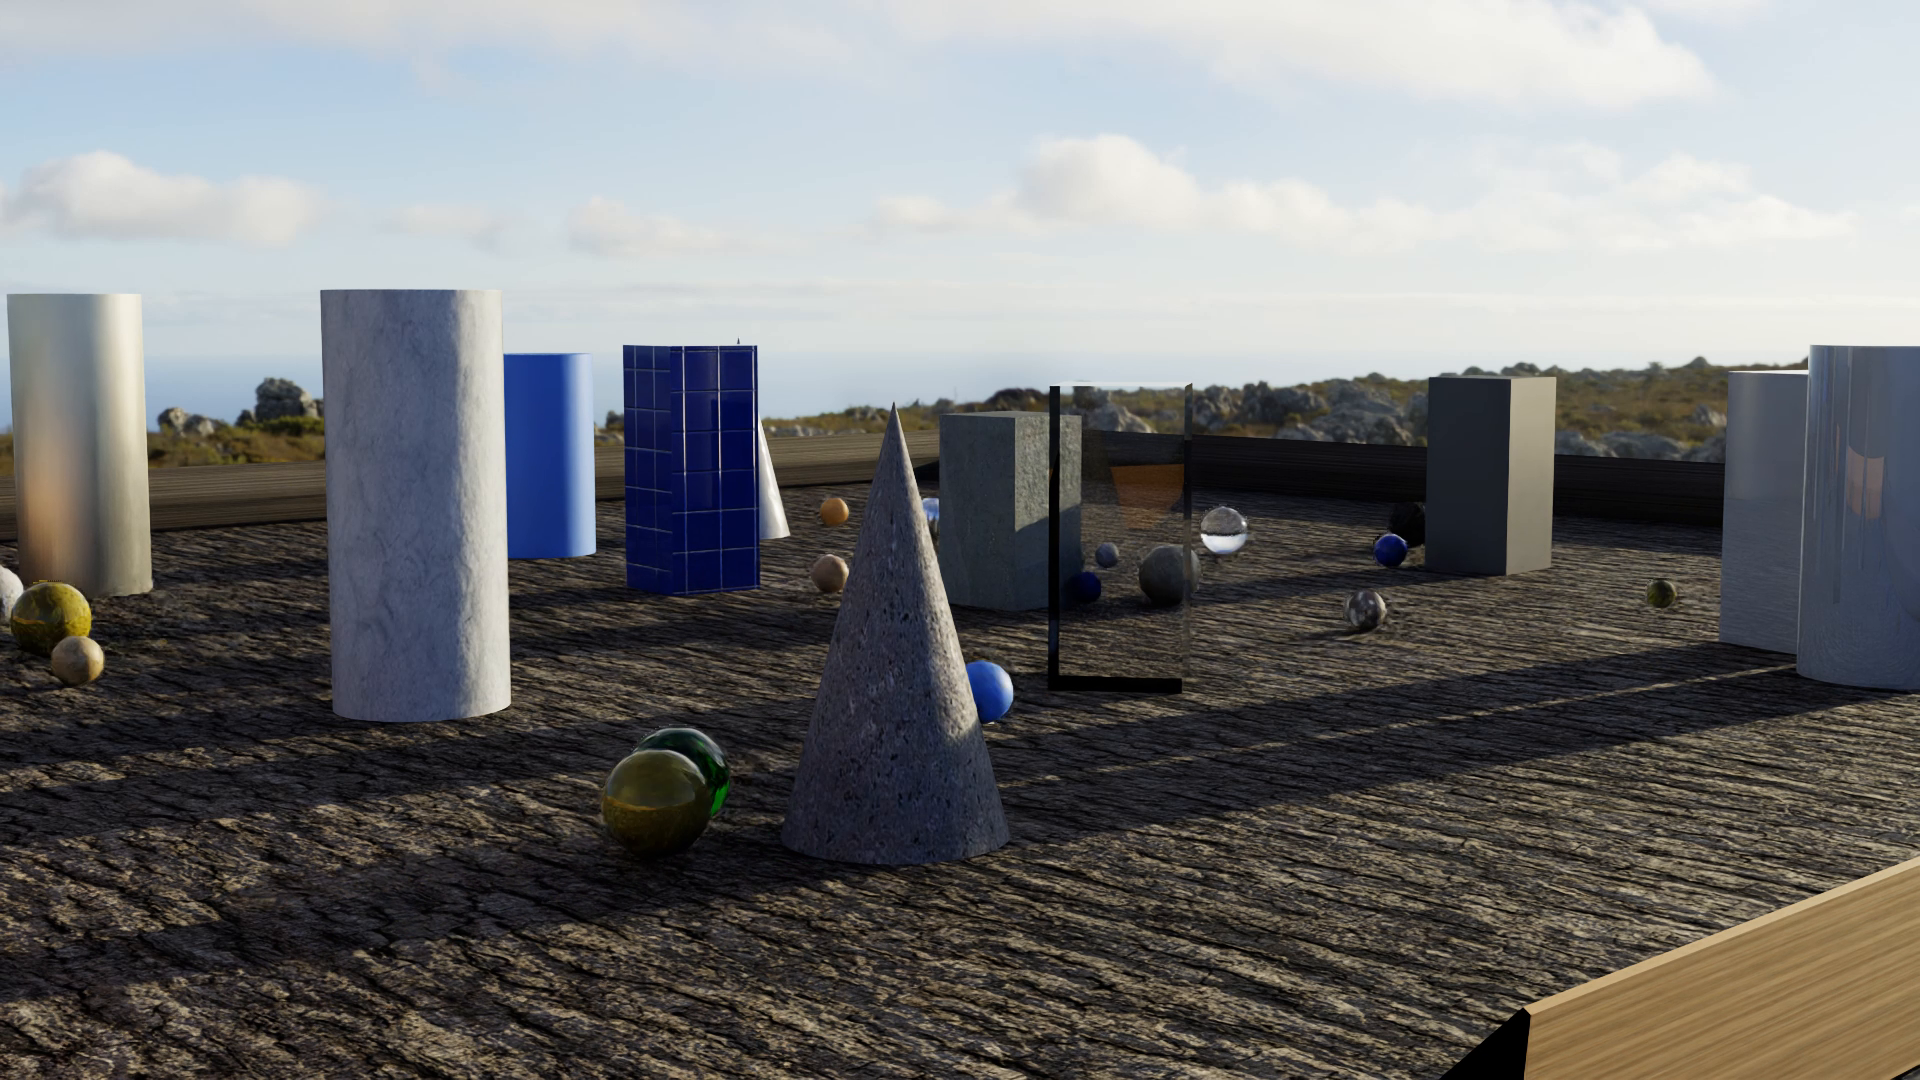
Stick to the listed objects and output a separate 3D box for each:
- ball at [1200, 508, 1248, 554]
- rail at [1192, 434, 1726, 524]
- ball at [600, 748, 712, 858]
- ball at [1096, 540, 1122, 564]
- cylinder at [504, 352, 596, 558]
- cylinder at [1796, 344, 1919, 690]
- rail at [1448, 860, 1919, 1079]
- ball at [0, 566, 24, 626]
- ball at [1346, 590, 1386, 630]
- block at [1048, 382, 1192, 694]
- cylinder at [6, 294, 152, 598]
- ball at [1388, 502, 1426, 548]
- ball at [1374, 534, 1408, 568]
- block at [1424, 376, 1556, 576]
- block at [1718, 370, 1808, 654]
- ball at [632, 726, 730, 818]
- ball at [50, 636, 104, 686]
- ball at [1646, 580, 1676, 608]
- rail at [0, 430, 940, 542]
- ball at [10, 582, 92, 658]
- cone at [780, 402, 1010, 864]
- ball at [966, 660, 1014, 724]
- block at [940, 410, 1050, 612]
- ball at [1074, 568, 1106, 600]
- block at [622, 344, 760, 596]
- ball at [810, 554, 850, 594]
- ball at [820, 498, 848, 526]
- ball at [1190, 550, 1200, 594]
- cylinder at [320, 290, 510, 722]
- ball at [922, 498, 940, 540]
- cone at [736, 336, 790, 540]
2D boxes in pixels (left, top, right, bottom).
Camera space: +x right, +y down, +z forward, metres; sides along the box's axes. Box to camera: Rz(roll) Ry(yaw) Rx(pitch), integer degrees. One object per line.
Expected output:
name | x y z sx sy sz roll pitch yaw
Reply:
ball | 0.481 -0.017 4.010 0.087 0.087 0.087 0 6 0
rail | 1.447 -0.106 4.660 0.045 0.127 3.789 -5 8 -42
ball | -0.247 0.214 1.790 0.089 0.089 0.089 0 6 0
ball | 0.262 0.021 3.858 0.044 0.044 0.044 0 6 0
cylinder | -0.769 -0.158 4.027 0.195 0.364 0.195 0 6 0
cylinder | 1.125 -0.035 2.664 0.195 0.402 0.195 0 6 0
rail | 1.269 0.176 1.964 3.986 0.127 0.045 -5 8 -42
ball | -1.365 0.078 3.098 0.087 0.087 0.087 0 6 0
ball | 0.565 0.098 3.064 0.056 0.056 0.056 0 6 0
block | 0.193 -0.008 2.630 0.156 0.357 0.156 1 6 9
cylinder | -1.385 -0.152 3.464 0.195 0.469 0.195 0 6 0
ball | 0.849 -0.028 4.135 0.084 0.084 0.084 0 6 0
ball | 0.747 0.019 3.815 0.057 0.057 0.057 0 6 0
block | 0.914 -0.116 3.792 0.156 0.329 0.156 5 8 42
block | 1.129 -0.041 2.913 0.156 0.363 0.156 -3 7 -28
ball | -0.242 0.205 1.886 0.089 0.089 0.089 0 6 0
ball | -1.049 0.143 2.613 0.060 0.060 0.060 0 6 0
ball | 1.048 0.081 3.288 0.043 0.043 0.043 0 6 0
rail | -1.269 -0.110 4.699 3.986 0.127 0.045 -5 8 -42
ball | -1.166 0.102 2.821 0.098 0.098 0.098 0 6 0
cone | -0.055 0.067 1.850 0.195 0.370 0.195 0 6 0
ball | 0.023 0.164 2.370 0.068 0.068 0.068 0 6 0
block | 0.079 -0.048 3.349 0.156 0.287 0.156 6 8 44
ball | 0.197 0.066 3.337 0.047 0.047 0.047 0 6 0
block | -0.429 -0.117 3.515 0.156 0.389 0.156 -4 7 -36
ball | -0.205 0.054 3.465 0.060 0.060 0.060 0 6 0
ball | -0.259 -0.058 4.538 0.059 0.059 0.059 0 6 0
ball | 0.323 0.048 3.370 0.092 0.092 0.092 0 6 0
cylinder | -0.606 -0.045 2.456 0.195 0.466 0.195 0 6 0
ball | -0.053 -0.042 4.268 0.083 0.083 0.083 0 6 0
cone | -0.435 -0.206 4.340 0.195 0.395 0.195 0 6 0
